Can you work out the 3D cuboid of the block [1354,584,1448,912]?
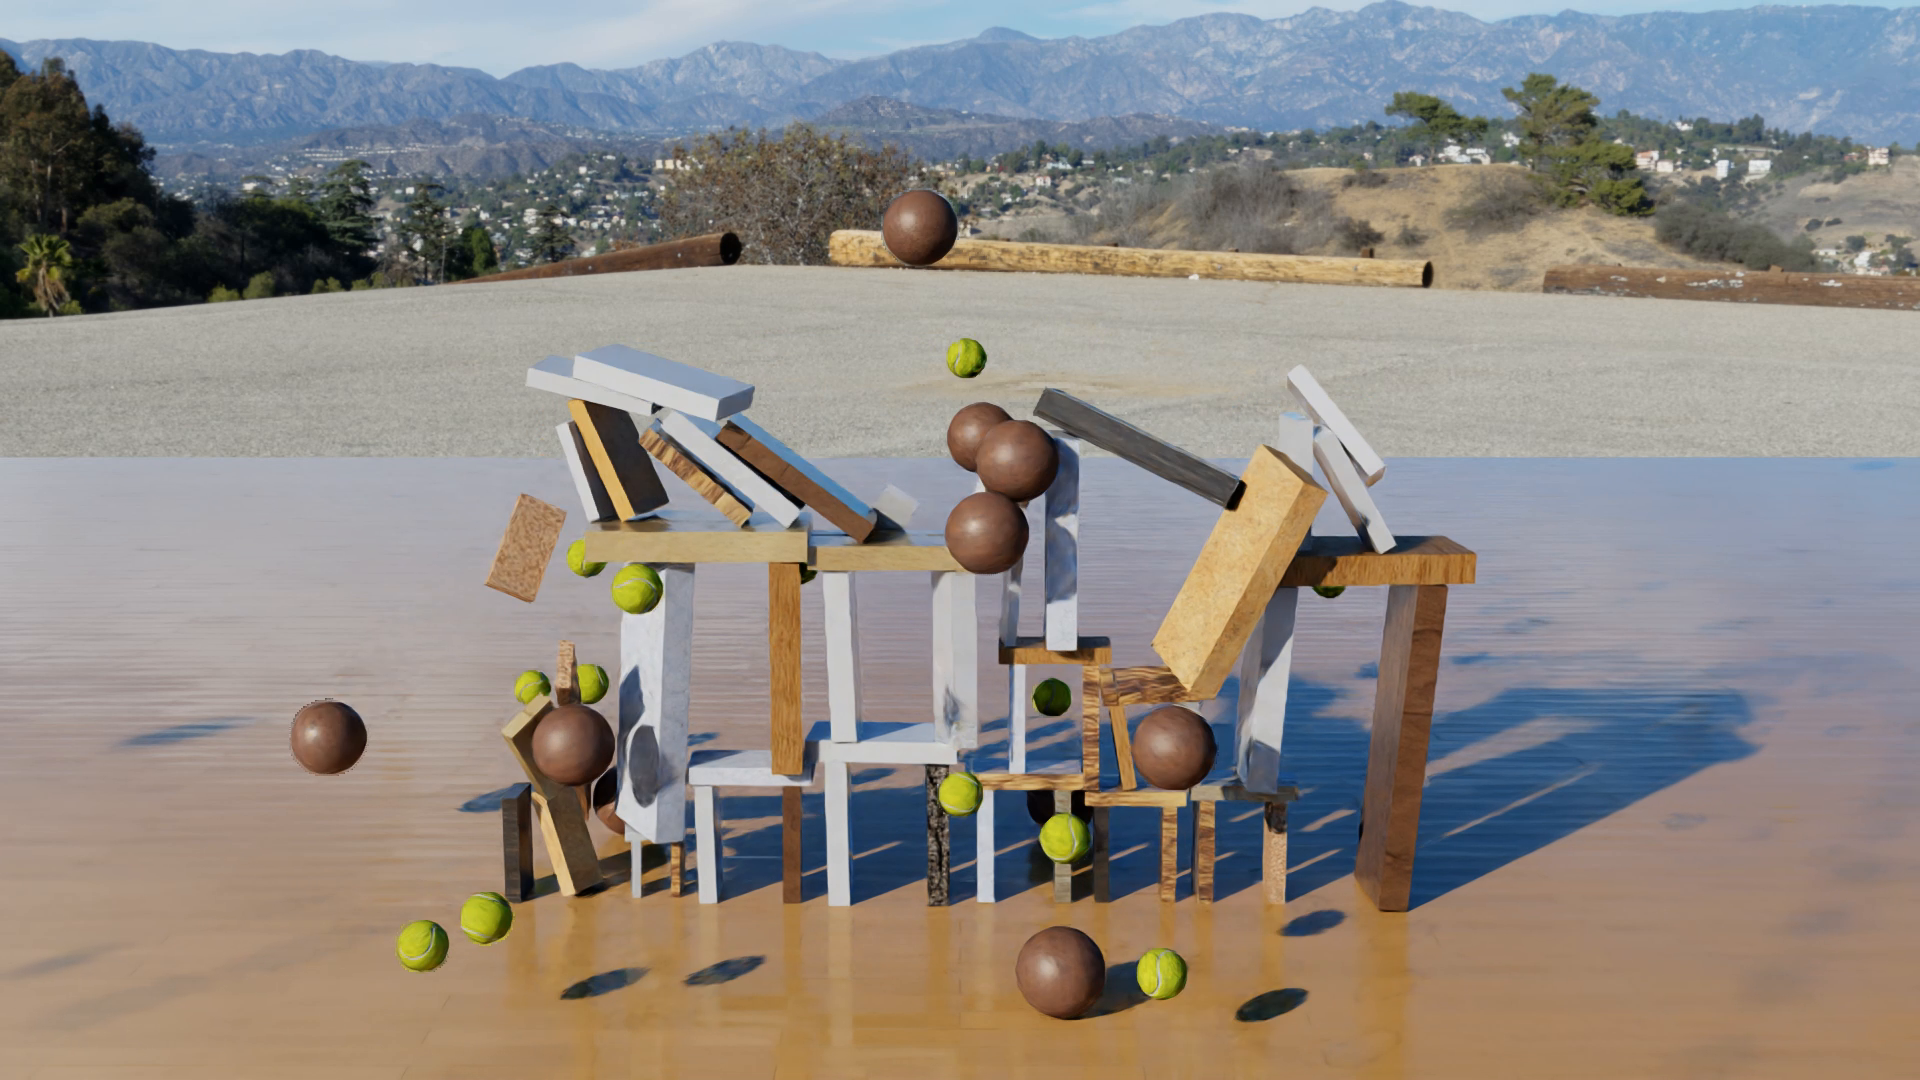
[{"bbox_3d":[0.723,0.323,3.616,0.048,0.541,0.170,4,10,-4],"label":"block"}]

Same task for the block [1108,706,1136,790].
[{"bbox_3d":[0.263,0.315,3.622,0.023,0.177,0.082,-10,9,2],"label":"block"}]

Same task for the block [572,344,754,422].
[{"bbox_3d":[-0.471,-0.252,3.502,0.257,0.036,0.128,18,19,16],"label":"block"}]

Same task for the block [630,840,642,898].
[{"bbox_3d":[-0.540,0.541,3.662,0.014,0.099,0.050,-1,10,-12],"label":"block"}]

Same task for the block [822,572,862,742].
[{"bbox_3d":[-0.191,0.175,3.590,0.040,0.283,0.141,-2,10,2],"label":"block"}]

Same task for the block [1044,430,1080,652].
[{"bbox_3d":[0.164,-0.002,3.578,0.048,0.339,0.170,0,7,1],"label":"block"}]

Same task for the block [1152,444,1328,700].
[{"bbox_3d":[0.437,0.049,3.471,0.048,0.376,0.170,20,16,-24],"label":"block"}]

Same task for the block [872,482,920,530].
[{"bbox_3d":[-0.114,-0.042,3.616,0.061,0.122,0.017,34,54,-2],"label":"block"}]

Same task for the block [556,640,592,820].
[{"bbox_3d":[-0.653,0.333,3.732,0.023,0.081,0.589,2,-28,-5],"label":"block"}]

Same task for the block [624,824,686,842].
[{"bbox_3d":[-0.507,0.484,3.656,0.099,0.014,0.050,-2,11,-10],"label":"block"}]

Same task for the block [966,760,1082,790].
[{"bbox_3d":[0.105,0.388,3.636,0.190,0.027,0.095,0,9,0],"label":"block"}]

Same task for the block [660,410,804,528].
[{"bbox_3d":[-0.359,-0.124,3.524,0.257,0.036,0.128,39,9,-6],"label":"block"}]

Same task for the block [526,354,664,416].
[{"bbox_3d":[-0.577,-0.249,3.534,0.210,0.030,0.105,14,19,7],"label":"block"}]

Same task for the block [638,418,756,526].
[{"bbox_3d":[-0.419,-0.109,3.521,0.210,0.030,0.105,40,8,-9],"label":"block"}]

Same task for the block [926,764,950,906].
[{"bbox_3d":[-0.037,0.469,3.648,0.035,0.246,0.123,-1,10,-2],"label":"block"}]

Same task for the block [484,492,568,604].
[{"bbox_3d":[-0.704,0.013,3.569,0.081,0.161,0.023,24,-21,-19],"label":"block"}]

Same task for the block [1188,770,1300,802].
[{"bbox_3d":[0.466,0.405,3.627,0.176,0.025,0.088,0,11,2],"label":"block"}]

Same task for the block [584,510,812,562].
[{"bbox_3d":[-0.417,-0.006,3.543,0.349,0.049,0.175,0,11,-1],"label":"block"}]

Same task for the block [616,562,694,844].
[{"bbox_3d":[-0.502,0.246,3.609,0.049,0.469,0.175,-2,11,-30],"label":"block"}]

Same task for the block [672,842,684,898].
[{"bbox_3d":[-0.470,0.540,3.664,0.014,0.099,0.049,2,11,2],"label":"block"}]

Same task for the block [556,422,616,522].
[{"bbox_3d":[-0.595,-0.115,3.549,0.023,0.161,0.081,-17,4,24],"label":"block"}]

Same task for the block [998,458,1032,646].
[{"bbox_3d":[0.089,0.020,3.566,0.017,0.300,0.061,3,12,-10],"label":"block"}]

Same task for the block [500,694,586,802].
[{"bbox_3d":[-0.674,0.337,3.565,0.025,0.179,0.090,26,61,32],"label":"block"}]

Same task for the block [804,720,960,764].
[{"bbox_3d":[-0.124,0.332,3.613,0.246,0.035,0.123,1,10,5],"label":"block"}]

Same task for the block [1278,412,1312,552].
[{"bbox_3d":[0.538,-0.094,3.534,0.030,0.209,0.104,-2,10,-5],"label":"block"}]

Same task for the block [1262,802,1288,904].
[{"bbox_3d":[0.522,0.504,3.649,0.025,0.176,0.088,0,11,0],"label":"block"}]

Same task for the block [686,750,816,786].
[{"bbox_3d":[-0.343,0.375,3.623,0.204,0.029,0.102,0,11,0],"label":"block"}]

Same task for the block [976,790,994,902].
[{"bbox_3d":[0.042,0.495,3.653,0.027,0.190,0.095,0,9,0],"label":"block"}]

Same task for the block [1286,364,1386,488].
[{"bbox_3d":[0.596,-0.181,3.495,0.030,0.209,0.104,-38,-12,2],"label":"block"}]

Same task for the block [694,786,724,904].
[{"bbox_3d":[-0.417,0.489,3.653,0.029,0.204,0.102,-1,11,0],"label":"block"}]

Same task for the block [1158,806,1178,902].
[{"bbox_3d":[0.344,0.510,3.650,0.023,0.165,0.082,0,11,1],"label":"block"}]

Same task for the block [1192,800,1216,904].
[{"bbox_3d":[0.403,0.504,3.650,0.025,0.176,0.088,0,11,-1],"label":"block"}]

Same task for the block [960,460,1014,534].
[{"bbox_3d":[0.046,-0.069,3.581,0.017,0.122,0.061,36,29,31],"label":"block"}]

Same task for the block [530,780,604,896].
[{"bbox_3d":[-0.655,0.497,3.672,0.025,0.179,0.090,-19,-2,23],"label":"block"}]

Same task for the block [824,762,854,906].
[{"bbox_3d":[-0.201,0.469,3.647,0.035,0.246,0.123,-1,10,0],"label":"block"}]

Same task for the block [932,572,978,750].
[{"bbox_3d":[-0.009,0.182,3.551,0.040,0.283,0.141,-3,11,-13],"label":"block"}]

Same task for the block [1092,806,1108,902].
[{"bbox_3d":[0.234,0.509,3.650,0.023,0.165,0.082,0,10,1],"label":"block"}]

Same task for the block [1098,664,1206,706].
[{"bbox_3d":[0.309,0.232,3.536,0.164,0.023,0.082,-4,25,-1],"label":"block"}]

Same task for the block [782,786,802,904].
[{"bbox_3d":[-0.278,0.489,3.653,0.029,0.204,0.102,0,11,-2],"label":"block"}]

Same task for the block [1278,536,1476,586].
[{"bbox_3d":[0.642,0.033,3.559,0.339,0.048,0.170,-1,10,-6],"label":"block"}]

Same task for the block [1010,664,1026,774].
[{"bbox_3d":[0.095,0.284,3.620,0.026,0.183,0.091,0,9,2],"label":"block"}]

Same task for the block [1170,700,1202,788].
[{"bbox_3d":[0.368,0.311,3.582,0.023,0.164,0.082,-9,25,-10],"label":"block"}]

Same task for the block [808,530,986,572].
[{"bbox_3d":[-0.101,0.017,3.552,0.283,0.040,0.141,0,10,-1],"label":"block"}]

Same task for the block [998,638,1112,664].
[{"bbox_3d":[0.155,0.181,3.602,0.183,0.026,0.091,0,9,1],"label":"block"}]

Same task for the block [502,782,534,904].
[{"bbox_3d":[-0.734,0.502,3.651,0.025,0.179,0.090,1,11,3],"label":"block"}]

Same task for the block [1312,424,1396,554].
[{"bbox_3d":[0.621,-0.082,3.509,0.030,0.209,0.104,-31,11,1],"label":"block"}]

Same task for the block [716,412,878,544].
[{"bbox_3d":[-0.260,-0.102,3.538,0.285,0.036,0.128,36,8,-6],"label":"block"}]

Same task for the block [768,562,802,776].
[{"bbox_3d":[-0.285,0.189,3.587,0.049,0.349,0.175,-1,11,-5],"label":"block"}]

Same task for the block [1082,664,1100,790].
[{"bbox_3d":[0.215,0.298,3.619,0.026,0.211,0.091,0,9,4],"label":"block"}]

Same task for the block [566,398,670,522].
[{"bbox_3d":[-0.553,-0.141,3.563,0.030,0.210,0.105,-24,1,28],"label":"block"}]

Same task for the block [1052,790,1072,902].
[{"bbox_3d":[0.169,0.495,3.653,0.027,0.190,0.095,0,9,0],"label":"block"}]

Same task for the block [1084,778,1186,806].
[{"bbox_3d":[0.288,0.416,3.632,0.165,0.023,0.082,0,10,2],"label":"block"}]

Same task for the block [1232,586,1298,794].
[{"bbox_3d":[0.497,0.225,3.593,0.048,0.339,0.170,4,11,-2],"label":"block"}]

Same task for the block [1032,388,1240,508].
[{"bbox_3d":[0.289,-0.152,3.562,0.339,0.048,0.170,26,7,6],"label":"block"}]
